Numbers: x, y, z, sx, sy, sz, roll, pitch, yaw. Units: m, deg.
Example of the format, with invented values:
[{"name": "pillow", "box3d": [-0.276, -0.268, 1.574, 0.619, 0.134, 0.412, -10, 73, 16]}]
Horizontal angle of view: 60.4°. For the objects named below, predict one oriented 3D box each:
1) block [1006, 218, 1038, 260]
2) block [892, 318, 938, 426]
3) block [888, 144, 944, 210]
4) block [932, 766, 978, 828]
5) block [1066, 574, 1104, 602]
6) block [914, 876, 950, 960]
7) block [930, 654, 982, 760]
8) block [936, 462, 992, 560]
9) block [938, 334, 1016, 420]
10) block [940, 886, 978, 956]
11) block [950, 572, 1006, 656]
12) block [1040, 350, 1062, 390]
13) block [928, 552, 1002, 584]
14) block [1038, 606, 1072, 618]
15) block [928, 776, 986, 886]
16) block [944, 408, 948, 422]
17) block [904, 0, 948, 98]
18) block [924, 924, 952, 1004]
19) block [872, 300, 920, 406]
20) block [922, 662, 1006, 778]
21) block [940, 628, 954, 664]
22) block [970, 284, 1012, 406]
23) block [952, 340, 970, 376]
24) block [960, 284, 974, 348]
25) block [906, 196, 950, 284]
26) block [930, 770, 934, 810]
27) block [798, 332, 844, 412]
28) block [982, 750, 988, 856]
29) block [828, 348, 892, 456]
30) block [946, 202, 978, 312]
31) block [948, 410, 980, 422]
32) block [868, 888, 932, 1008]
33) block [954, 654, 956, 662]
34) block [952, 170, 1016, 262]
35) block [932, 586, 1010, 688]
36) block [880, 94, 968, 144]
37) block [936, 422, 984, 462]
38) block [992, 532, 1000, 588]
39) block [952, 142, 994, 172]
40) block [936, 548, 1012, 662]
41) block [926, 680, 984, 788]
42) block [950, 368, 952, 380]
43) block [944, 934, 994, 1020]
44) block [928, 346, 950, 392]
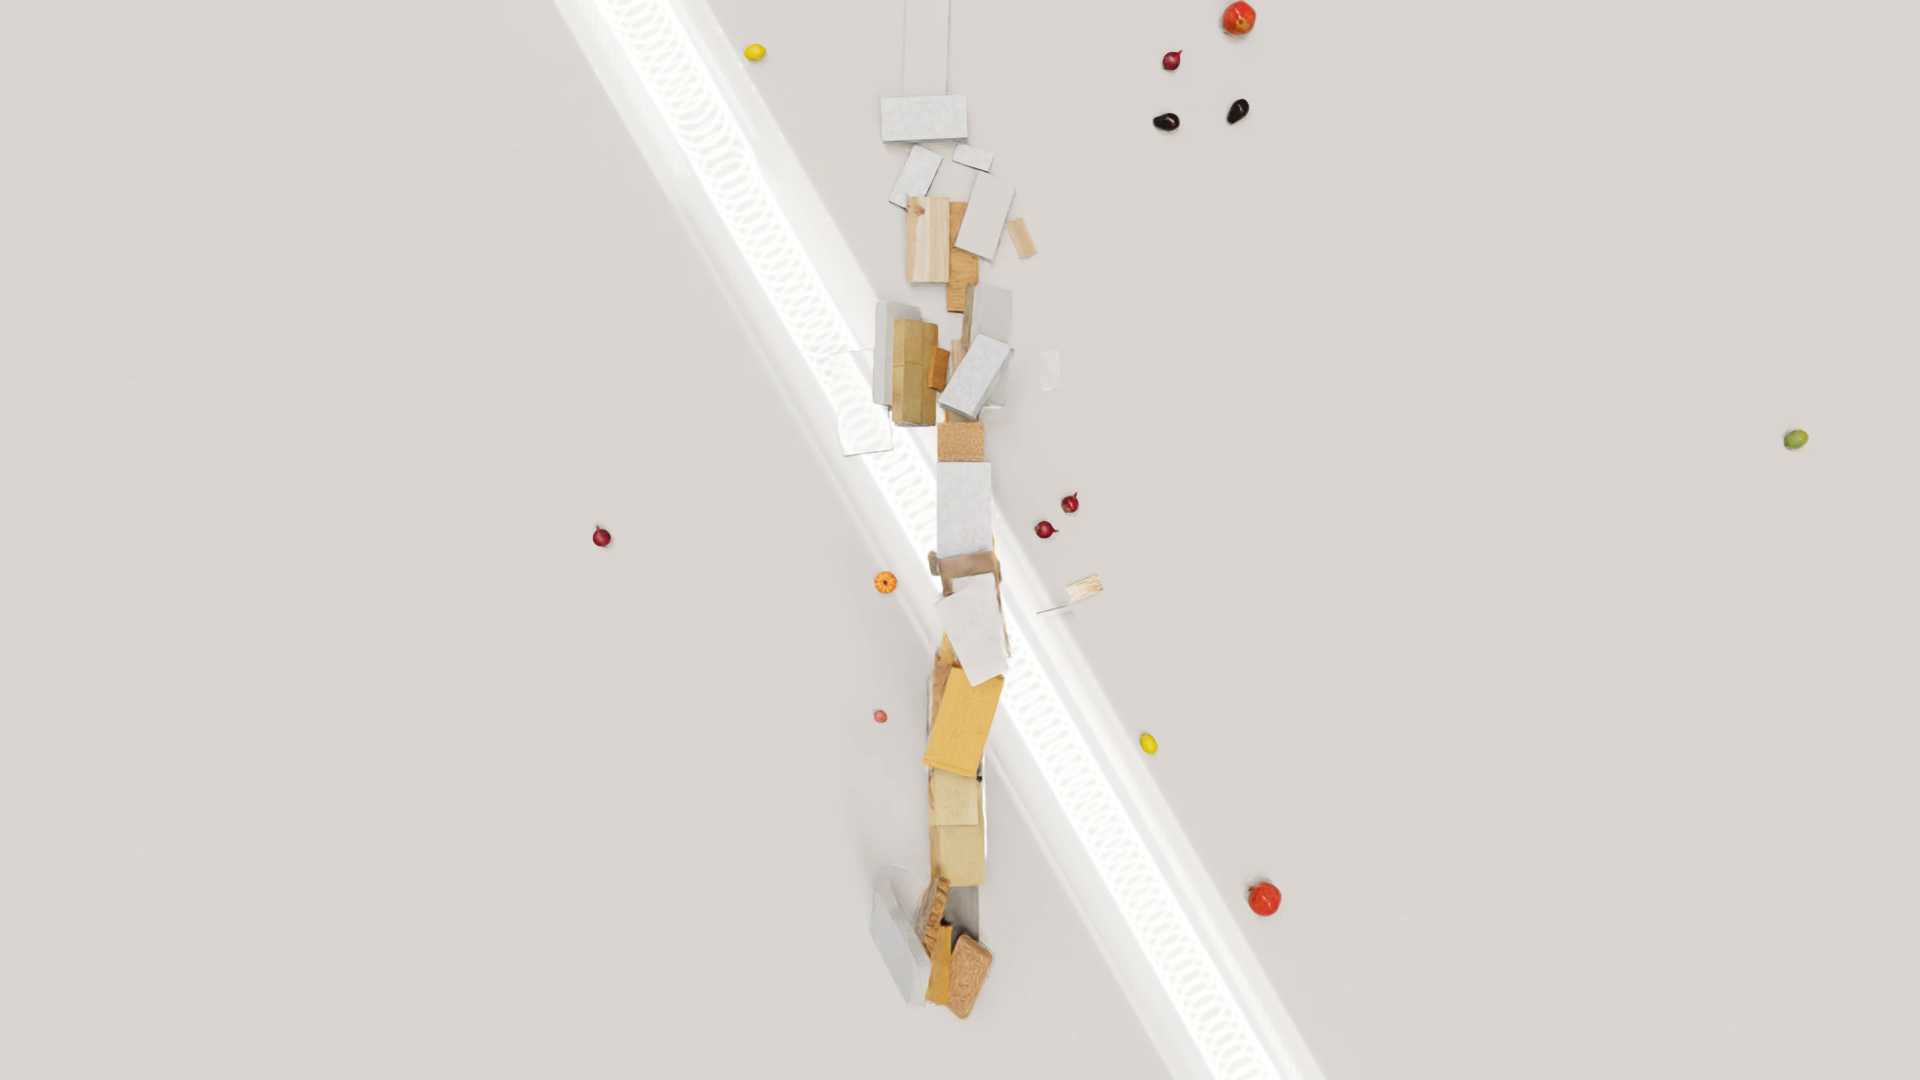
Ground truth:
[{"name": "block", "box3d": [0.204, -1.004, 5.491, 0.063, 0.018, 0.126, -24, 90, 0]}, {"name": "block", "box3d": [-0.148, -0.550, 5.420, 0.047, 0.167, 0.334, 2, 90, 39]}, {"name": "block", "box3d": [-0.147, -1.199, 5.485, 0.103, 0.029, 0.206, 25, 90, 0]}, {"name": "block", "box3d": [-0.016, 0.769, 5.236, 0.138, 0.039, 0.275, -2, 71, 0]}, {"name": "block", "box3d": [0.415, 0.162, 5.492, 0.113, 0.016, 0.056, -23, 90, 0]}, {"name": "block", "box3d": [-0.103, 1.221, 5.255, 0.039, 0.138, 0.275, 24, 54, -11]}, {"name": "block", "box3d": [-0.005, 0.532, 5.284, 0.169, 0.048, 0.338, 2, 64, 2]}, {"name": "block", "box3d": [0.012, -0.072, 5.168, 0.171, 0.049, 0.343, -1, 94, 0]}, {"name": "block", "box3d": [0.054, -0.528, 5.325, 0.132, 0.037, 0.265, 25, 79, 28]}, {"name": "block", "box3d": [-0.002, 1.093, 5.482, 0.126, 0.036, 0.655, 0, 90, 0]}, {"name": "block", "box3d": [0.058, 0.239, 5.086, 0.131, 0.037, 0.261, -9, 92, -3]}, {"name": "block", "box3d": [0.302, -0.567, 5.491, 0.063, 0.018, 0.126, -4, 90, 0]}, {"name": "block", "box3d": [0.015, 0.092, 5.422, 0.247, 0.024, 0.086, 7, 129, 21]}, {"name": "block", "box3d": [0.314, 0.238, 5.472, 0.113, 0.056, 0.016, -14, 90, 0]}, {"name": "block", "box3d": [-0.011, 0.946, 5.353, 0.176, 0.050, 0.353, -2, 101, 0]}, {"name": "block", "box3d": [0.000, -0.398, 5.446, 0.099, 0.028, 0.199, -1, 65, 0]}, {"name": "block", "box3d": [-0.113, -1.612, 5.480, 0.140, 0.040, 0.538, 2, 90, 0]}, {"name": "block", "box3d": [-0.093, 1.391, 5.445, 0.126, 0.036, 0.252, 3, 90, 41]}, {"name": "block", "box3d": [-0.208, -0.607, 5.420, 0.047, 0.167, 0.334, 2, 90, 39]}, {"name": "block", "box3d": [0.012, 0.559, 5.128, 0.169, 0.048, 0.338, 16, 107, -3]}, {"name": "block", "box3d": [-0.014, 0.312, 5.257, 0.086, 0.024, 0.172, 6, 90, -2]}, {"name": "block", "box3d": [0.096, -0.640, 5.444, 0.132, 0.037, 0.384, 4, 90, -38]}, {"name": "block", "box3d": [0.007, -0.599, 5.473, 0.068, 0.019, 0.137, -2, 75, 0]}, {"name": "block", "box3d": [0.062, -0.734, 5.458, 0.103, 0.029, 0.206, 6, 90, -36]}, {"name": "block", "box3d": [-0.106, -0.991, 5.451, 0.140, 0.040, 0.281, 0, 90, 0]}, {"name": "block", "box3d": [-0.021, 0.642, 5.320, 0.138, 0.039, 0.450, 1, 71, 1]}, {"name": "block", "box3d": [-0.413, -0.547, 5.482, 0.131, 0.037, 0.261, -31, 90, 0]}, {"name": "block", "box3d": [-0.005, 0.863, 5.433, 0.176, 0.050, 0.353, -2, 86, 0]}, {"name": "block", "box3d": [-0.327, -0.457, 5.437, 0.167, 0.047, 0.334, -8, 100, -4]}, {"name": "block", "box3d": [0.009, -0.941, 5.485, 0.103, 0.029, 0.362, 1, 90, 0]}, {"name": "block", "box3d": [0.015, -0.351, 5.393, 0.099, 0.028, 0.199, -2, 65, 0]}, {"name": "block", "box3d": [-0.191, 1.274, 5.166, 0.048, 0.364, 0.169, -2, 119, -25]}, {"name": "block", "box3d": [0.024, 0.324, 5.234, 0.086, 0.024, 0.172, -1, 90, -2]}, {"name": "block", "box3d": [0.080, -1.071, 5.456, 0.132, 0.037, 0.265, 19, 86, -14]}, {"name": "block", "box3d": [0.035, 0.294, 5.040, 0.131, 0.037, 0.282, -25, 90, -4]}, {"name": "block", "box3d": [-0.118, -1.388, 5.440, 0.281, 0.040, 0.140, -2, 90, 0]}, {"name": "block", "box3d": [0.001, -0.238, 5.286, 0.152, 0.043, 0.303, 0, 60, 1]}, {"name": "block", "box3d": [0.036, 0.152, 5.218, 0.171, 0.049, 0.343, -5, 77, -3]}, {"name": "block", "box3d": [0.044, -1.273, 5.491, 0.126, 0.018, 0.063, 18, 90, 0]}, {"name": "block", "box3d": [0.045, 0.213, 5.128, 0.171, 0.049, 0.343, -11, 92, -3]}, {"name": "block", "box3d": [-0.017, 0.634, 5.402, 0.176, 0.050, 0.353, -2, 81, 0]}, {"name": "block", "box3d": [0.002, -0.503, 5.465, 0.068, 0.019, 0.137, -1, 68, 0]}, {"name": "block", "box3d": [0.012, 1.433, 5.411, 0.126, 0.036, 0.252, 32, 112, 30]}, {"name": "block", "box3d": [-0.071, -0.566, 5.460, 0.019, 0.068, 0.137, 1, 82, 40]}]
